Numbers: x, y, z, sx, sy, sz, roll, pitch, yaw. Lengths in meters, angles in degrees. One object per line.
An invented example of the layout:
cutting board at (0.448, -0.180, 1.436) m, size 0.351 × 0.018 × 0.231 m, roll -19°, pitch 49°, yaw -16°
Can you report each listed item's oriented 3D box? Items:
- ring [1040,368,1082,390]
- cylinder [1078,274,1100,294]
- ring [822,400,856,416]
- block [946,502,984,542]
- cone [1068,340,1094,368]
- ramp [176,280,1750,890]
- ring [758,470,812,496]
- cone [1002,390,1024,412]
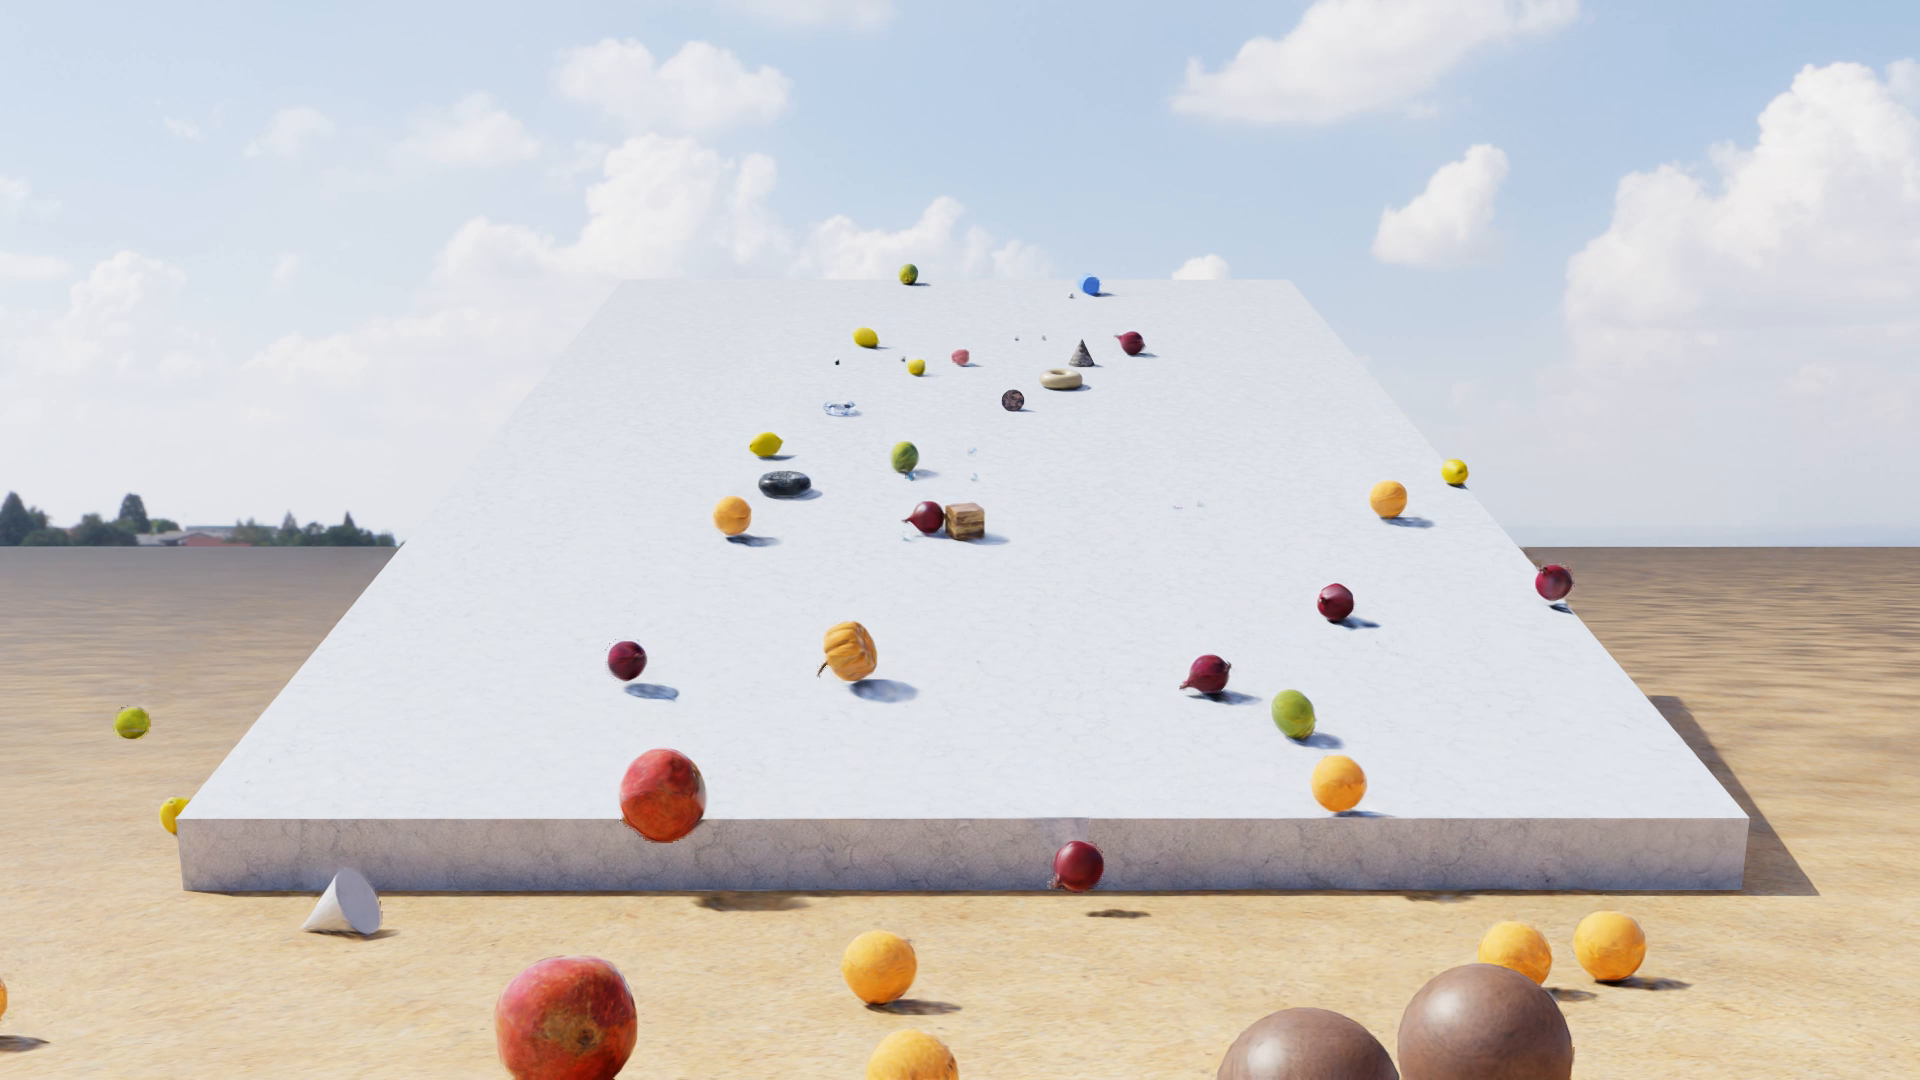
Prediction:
ring at (0.238, -0.380, 5.231) m, size 0.104 × 0.035 × 0.104 m, roll 1°, pitch 17°, yaw 0°
cylinder at (0.375, -0.742, 6.419) m, size 0.053 × 0.053 × 0.053 m, roll 0°, pitch 16°, yaw -12°
ring at (-0.270, -0.298, 4.968) m, size 0.076 × 0.025 × 0.076 m, roll 1°, pitch 16°, yaw 0°
block at (0.009, -0.033, 4.024) m, size 0.055 × 0.055 × 0.055 m, roll -6°, pitch 18°, yaw -20°
cone at (0.300, -0.465, 5.462) m, size 0.067 × 0.067 × 0.067 m, roll 0°, pitch 17°, yaw 0°
ramp at (-0.002, -0.167, 4.746) m, size 2.000 × 0.100 × 4.000 m, roll 0°, pitch 17°, yaw 0°
ring at (-0.342, -0.109, 4.315) m, size 0.105 × 0.035 × 0.105 m, roll 1°, pitch 15°, yaw 0°
cone at (0.121, -0.309, 5.011) m, size 0.052 × 0.052 × 0.052 m, roll 0°, pitch -10°, yaw 4°
